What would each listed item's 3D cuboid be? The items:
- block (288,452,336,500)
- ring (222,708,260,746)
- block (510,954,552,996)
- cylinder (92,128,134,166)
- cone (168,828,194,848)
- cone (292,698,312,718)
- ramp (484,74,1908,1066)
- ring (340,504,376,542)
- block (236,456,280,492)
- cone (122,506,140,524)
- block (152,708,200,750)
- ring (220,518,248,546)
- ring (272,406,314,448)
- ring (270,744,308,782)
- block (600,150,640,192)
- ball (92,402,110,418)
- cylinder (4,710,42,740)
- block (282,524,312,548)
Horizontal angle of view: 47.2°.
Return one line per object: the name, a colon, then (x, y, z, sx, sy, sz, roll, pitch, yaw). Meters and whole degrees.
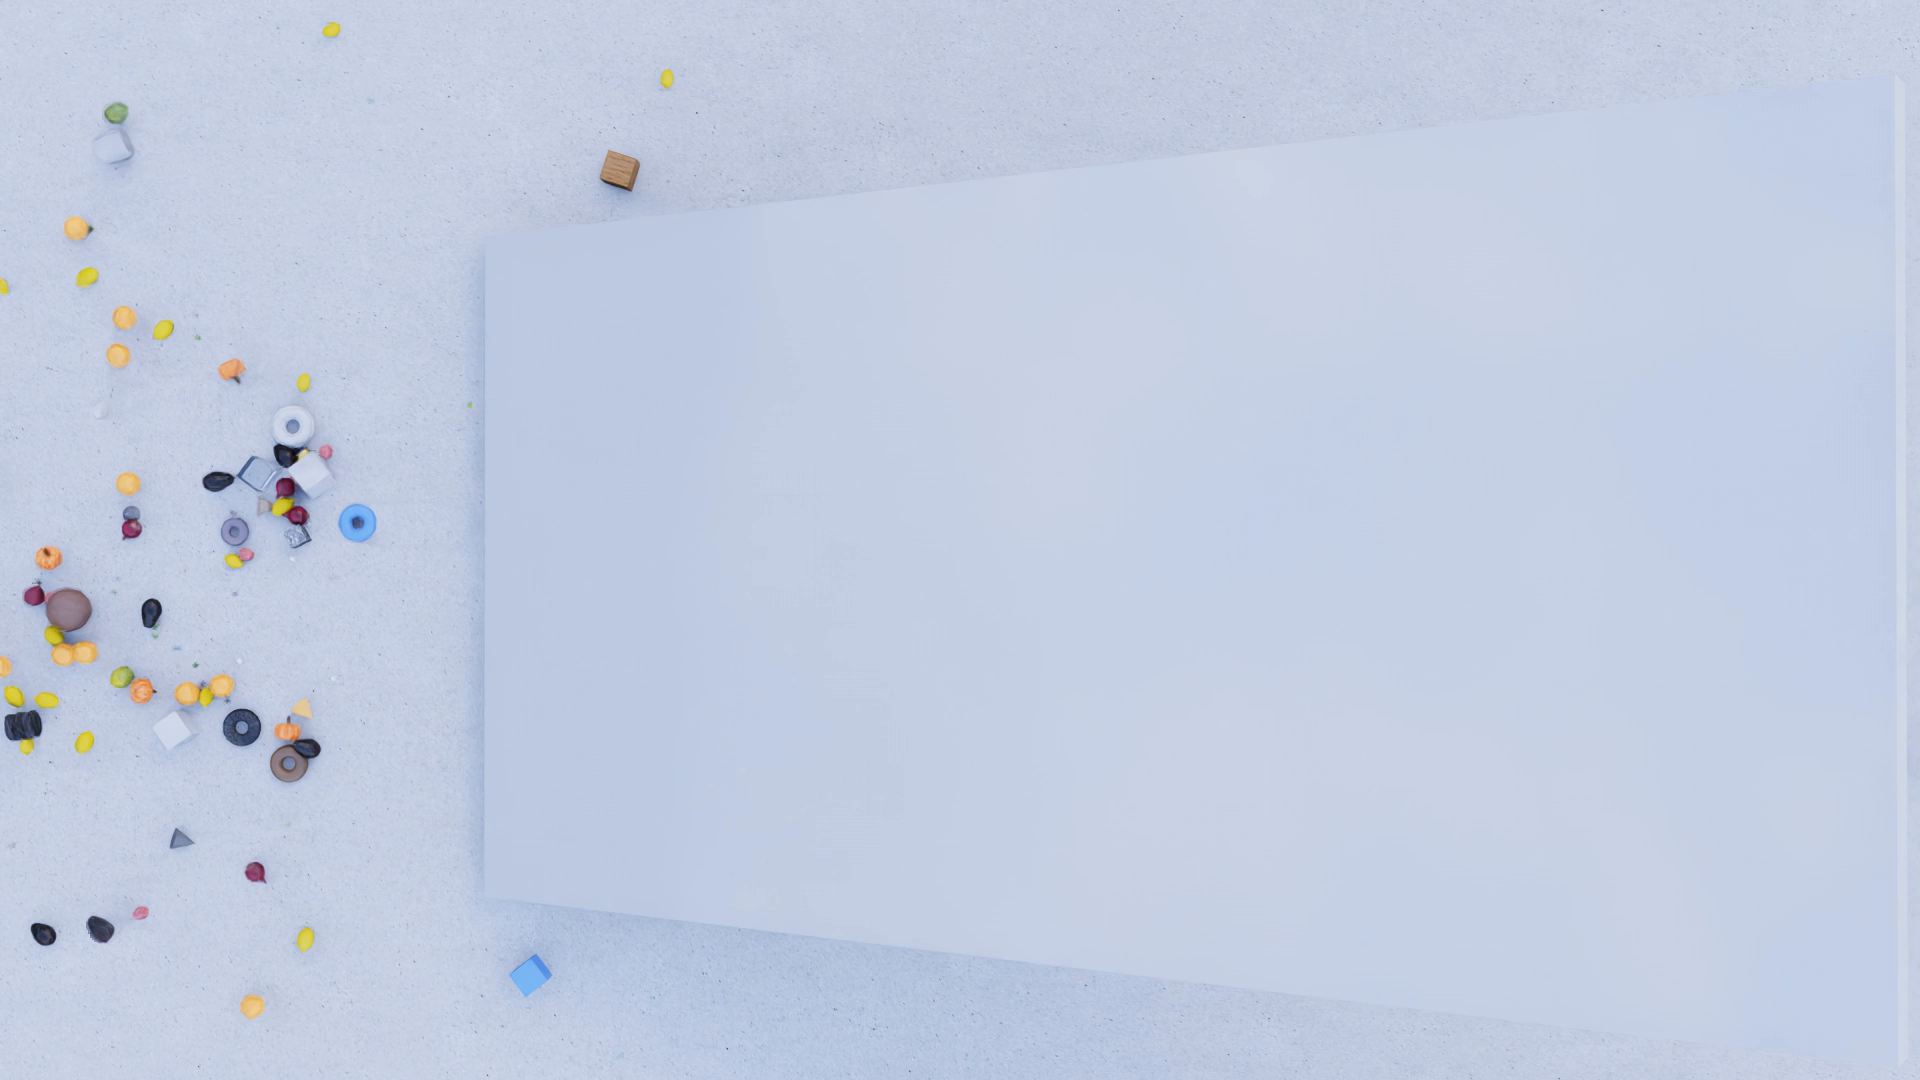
block: (-1.967, -0.196, 6.678, 0.092, 0.092, 0.092, -38, 80, -11)
ring: (-2.192, 0.572, 6.713, 0.116, 0.039, 0.116, 0, 91, -1)
block: (-1.304, 1.323, 6.684, 0.084, 0.084, 0.084, -38, 90, 0)
cylinder: (-2.579, -1.196, 6.703, 0.087, 0.087, 0.087, -22, 90, 0)
cone: (-2.368, 0.920, 6.715, 0.067, 0.067, 0.067, 26, 89, -34)
cone: (-1.997, 0.526, 6.719, 0.063, 0.063, 0.063, -38, 116, 0)
ramp: (0.252, 0.069, 5.583, 4.000, 0.100, 2.000, 0, 89, 34)
ring: (-1.840, -0.052, 6.718, 0.116, 0.039, 0.116, 0, 88, 3)
block: (-2.137, -0.201, 6.699, 0.079, 0.079, 0.079, 37, 90, 0)
cone: (-2.538, -0.078, 6.710, 0.055, 0.055, 0.055, 0, 90, 0)
block: (-2.383, 0.577, 6.689, 0.086, 0.086, 0.086, -35, 90, 0)
ring: (-2.217, -0.025, 6.723, 0.086, 0.029, 0.086, 0, 89, 1)
ring: (-2.038, -0.346, 6.718, 0.131, 0.044, 0.131, 0, 88, 1)
ring: (-2.048, 0.683, 6.713, 0.116, 0.039, 0.116, 0, 89, -1)
block: (-1.036, -1.125, 6.702, 0.090, 0.090, 0.090, 18, 90, 0)
ball: (-2.625, -0.398, 6.715, 0.051, 0.051, 0.051, 0, 90, 0)
cylinder: (-2.852, 0.564, 6.693, 0.080, 0.080, 0.080, -9, 90, 0)
block: (-2.022, -0.011, 6.710, 0.054, 0.054, 0.054, -28, 90, 0)
